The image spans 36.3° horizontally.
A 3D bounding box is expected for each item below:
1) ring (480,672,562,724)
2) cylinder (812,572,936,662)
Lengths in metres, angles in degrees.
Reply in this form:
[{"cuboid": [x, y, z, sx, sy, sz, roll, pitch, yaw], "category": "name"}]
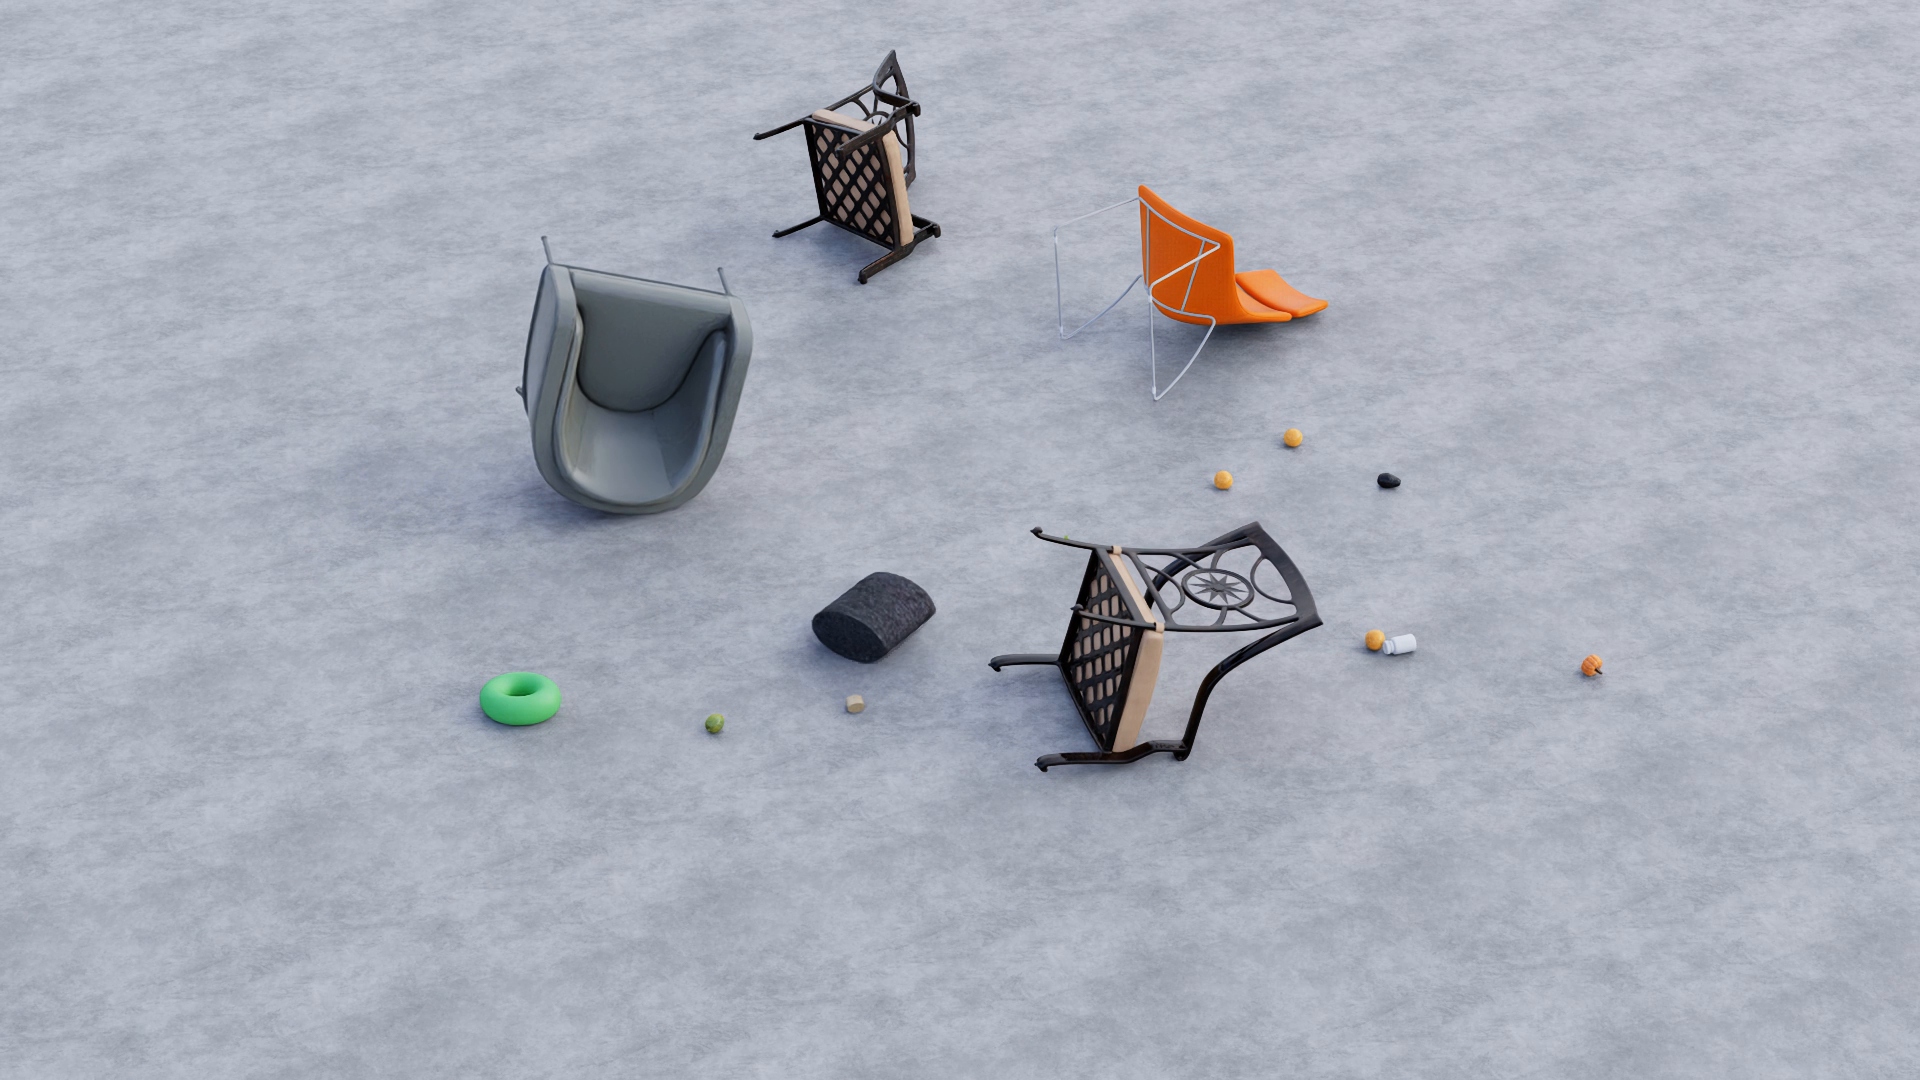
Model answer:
[{"cuboid": [-1.503, 0.542, 10.025, 0.282, 0.109, 0.220, 3, 32, 6], "category": "ring"}, {"cuboid": [-0.306, 0.271, 10.363, 0.320, 0.186, 0.304, 17, 37, 32], "category": "cylinder"}]
